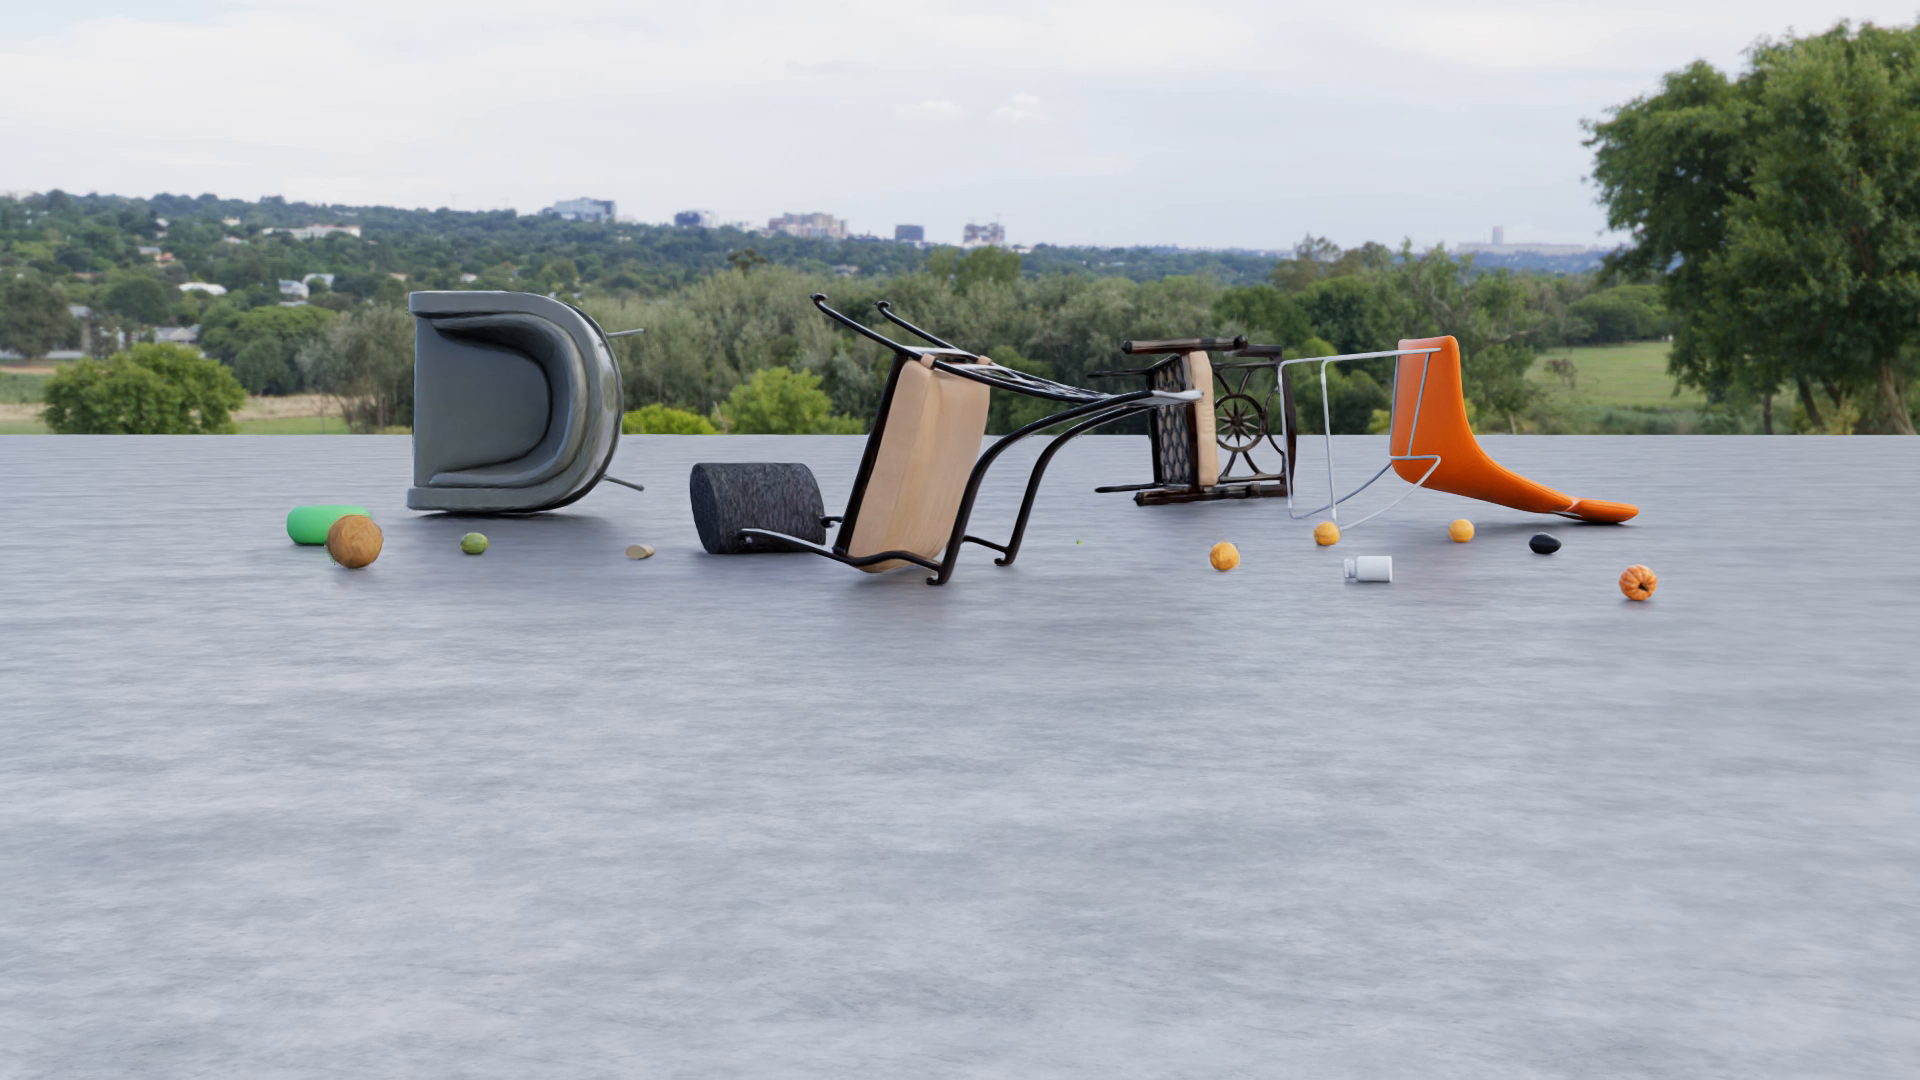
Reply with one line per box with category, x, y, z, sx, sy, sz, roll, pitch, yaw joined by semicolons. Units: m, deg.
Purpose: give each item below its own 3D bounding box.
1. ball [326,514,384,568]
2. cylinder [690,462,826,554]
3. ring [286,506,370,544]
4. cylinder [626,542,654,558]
ball;-1.515;0.003;5.507;0.136;0.136;0.136;0;4;0
cylinder;-0.561;-0.090;6.086;0.304;0.186;0.320;-2;41;-23
ring;-1.838;-0.044;6.410;0.282;0.109;0.220;2;3;38
cylinder;-0.849;0.030;5.836;0.060;0.036;0.051;17;-10;29
